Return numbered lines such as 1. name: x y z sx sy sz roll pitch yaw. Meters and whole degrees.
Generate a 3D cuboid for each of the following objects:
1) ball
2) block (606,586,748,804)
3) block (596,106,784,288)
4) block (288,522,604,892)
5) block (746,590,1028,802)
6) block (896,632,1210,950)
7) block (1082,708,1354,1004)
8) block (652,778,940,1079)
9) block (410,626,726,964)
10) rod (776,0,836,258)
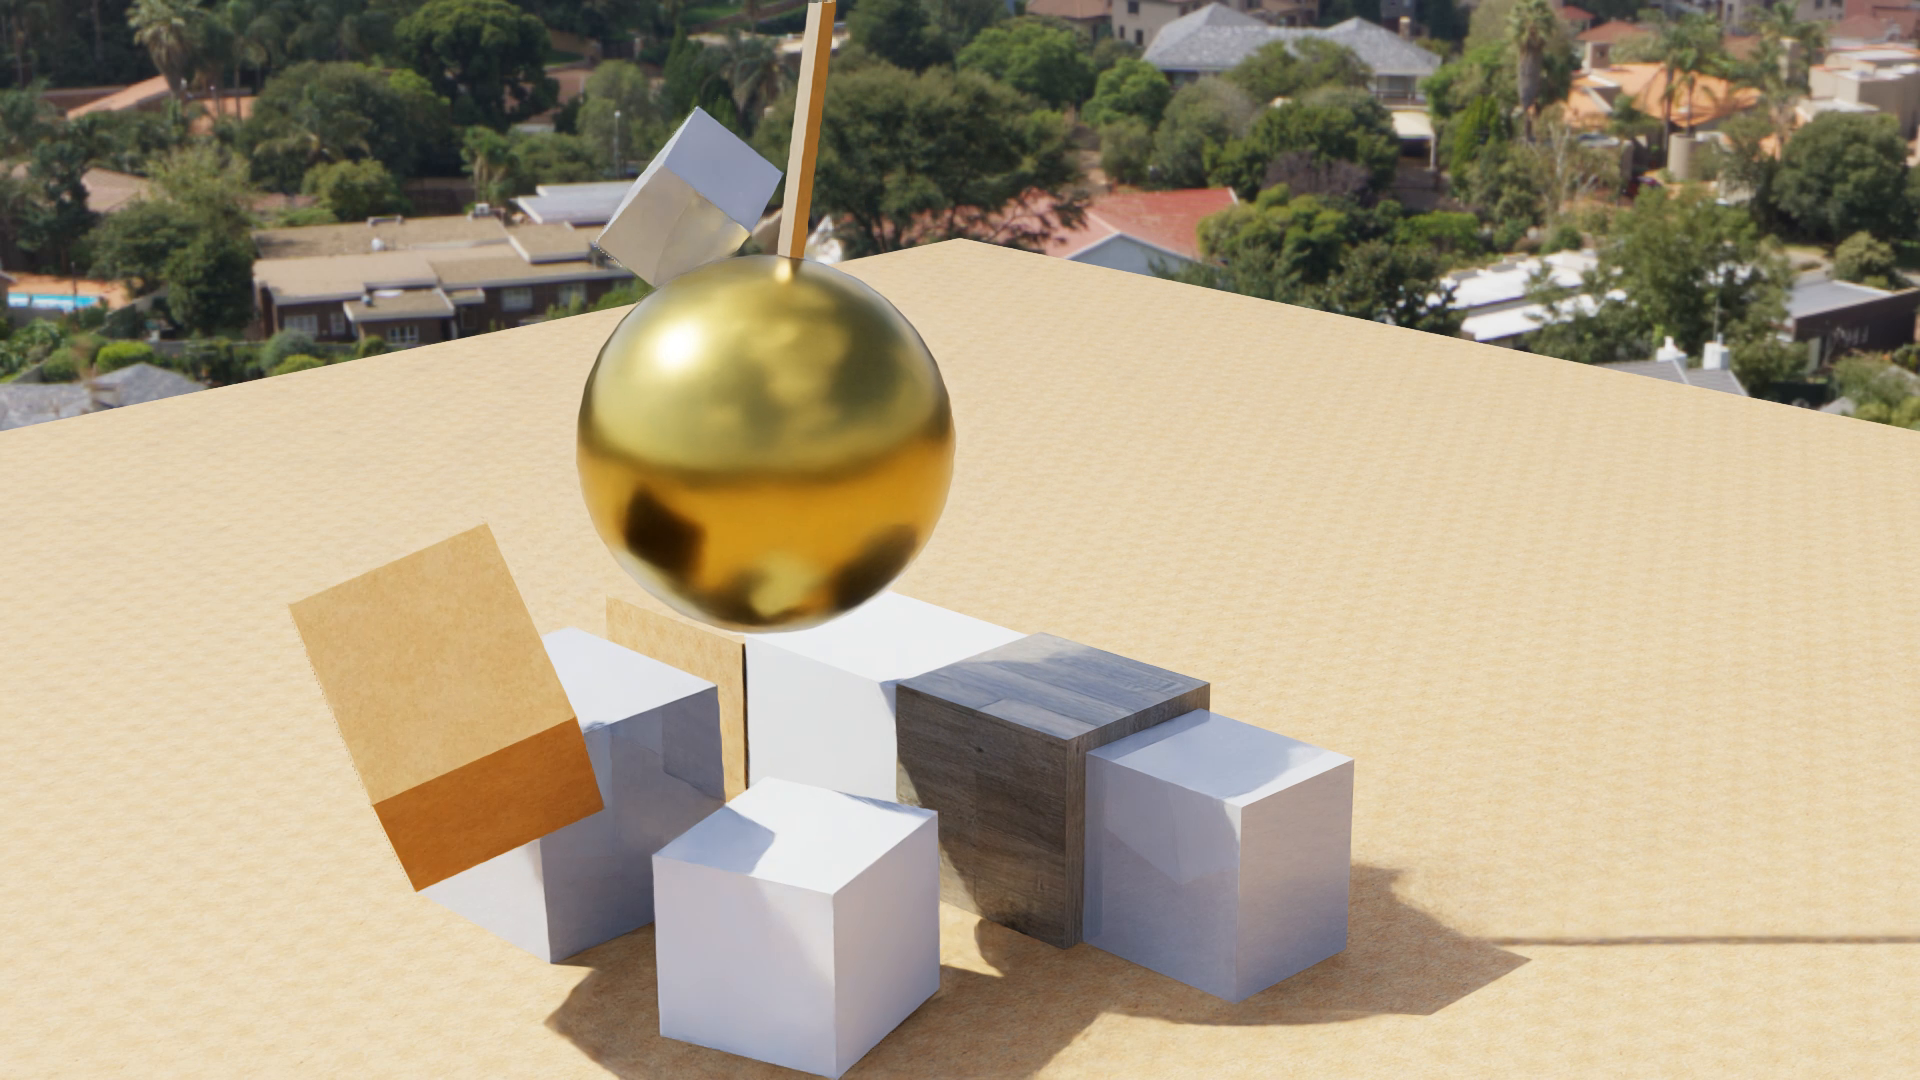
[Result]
1. ball: -0.817 -0.401 12.359 1.600 1.600 1.600 0 17 0
2. block: -1.047 0.699 14.649 1.025 0.883 0.980 17 24 42
3. block: -1.173 -1.447 12.782 0.476 0.520 0.570 38 33 -13
4. block: -2.043 0.681 11.768 0.833 0.951 0.931 -23 65 -11
5. block: -0.312 0.900 13.939 1.043 0.925 0.939 17 24 42
6. block: 0.416 1.102 13.215 1.015 0.974 0.966 16 23 41
7. block: 1.106 1.339 12.610 0.859 0.884 0.752 17 24 42
8. block: -0.654 1.566 11.995 0.824 0.804 0.885 9 20 26
9. block: -1.779 1.109 13.088 0.996 0.990 1.082 -19 25 -40
10. rod: -0.354 -3.722 11.801 0.080 5.200 0.080 17 13 42
